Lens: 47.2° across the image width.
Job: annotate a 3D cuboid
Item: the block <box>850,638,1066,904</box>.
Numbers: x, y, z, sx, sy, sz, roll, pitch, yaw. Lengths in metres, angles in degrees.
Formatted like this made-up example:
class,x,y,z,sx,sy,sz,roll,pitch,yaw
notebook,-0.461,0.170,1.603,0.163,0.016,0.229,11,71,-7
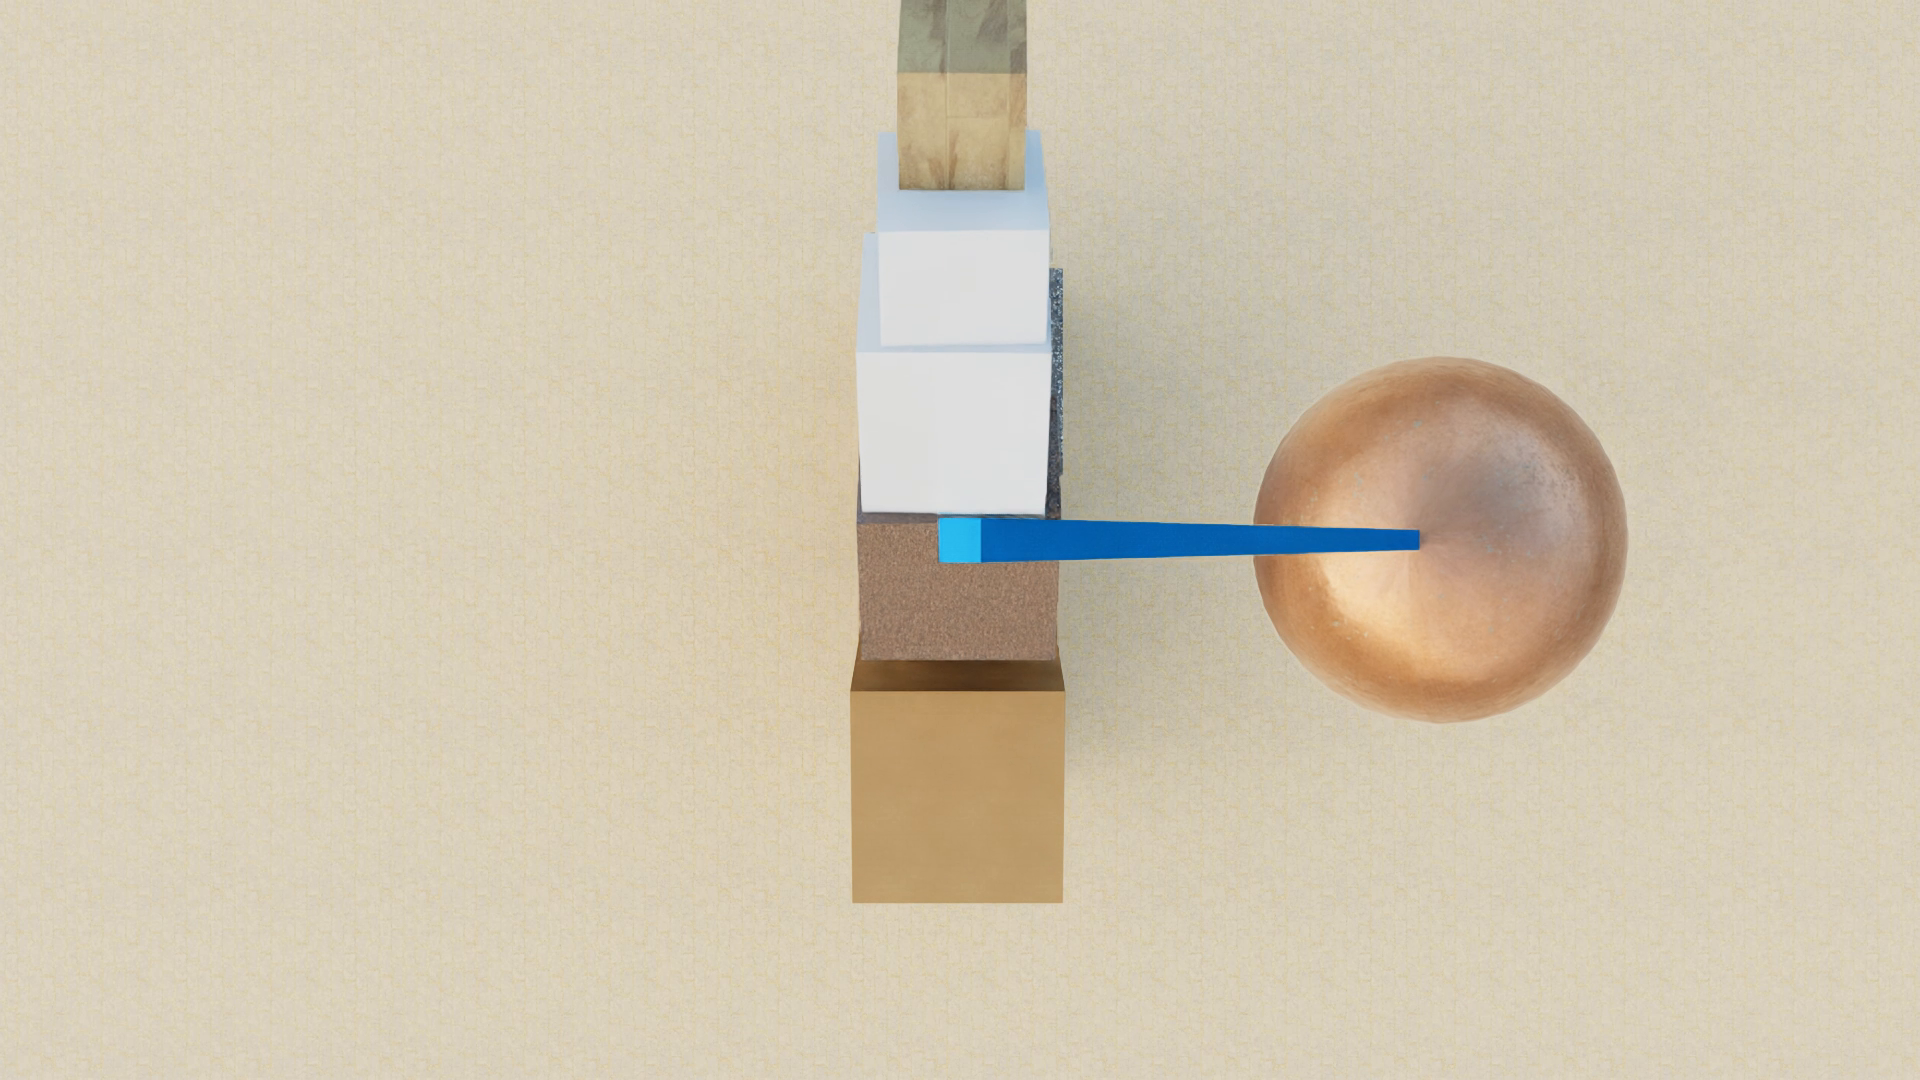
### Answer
class,x,y,z,sx,sy,sz,roll,pitch,yaw
block,-0.011,1.171,11.583,1.069,1.148,1.117,0,102,0

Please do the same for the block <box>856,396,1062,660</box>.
class,x,y,z,sx,sy,sz,roll,pitch,yaw
block,-0.006,-0.056,10.541,0.927,0.882,0.912,0,134,0

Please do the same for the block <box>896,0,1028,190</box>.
class,x,y,z,sx,sy,sz,roll,pitch,yaw
block,0.011,-1.857,9.131,0.520,0.590,0.559,1,134,0

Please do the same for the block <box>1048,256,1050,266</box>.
class,x,y,z,sx,sy,sz,roll,pitch,yaw
block,0.000,-1.008,11.412,0.884,1.019,0.935,0,90,0

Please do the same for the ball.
class,x,y,z,sx,sy,sz,roll,pitch,yaw
ball,2.074,0.000,9.561,1.600,1.600,1.600,0,90,0

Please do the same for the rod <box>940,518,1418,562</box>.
class,x,y,z,sx,sy,sz,roll,pitch,yaw
rod,0.899,0.000,6.370,0.080,5.200,0.080,0,90,20

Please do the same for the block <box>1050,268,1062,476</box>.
class,x,y,z,sx,sy,sz,roll,pitch,yaw
block,0.018,-0.914,12.461,1.080,1.078,1.115,0,90,0

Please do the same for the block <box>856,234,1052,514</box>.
class,x,y,z,sx,sy,sz,roll,pitch,yaw
block,-0.024,-0.749,9.926,0.829,0.838,0.938,0,134,0

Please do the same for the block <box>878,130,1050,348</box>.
class,x,y,z,sx,sy,sz,roll,pitch,yaw
block,0.005,-1.287,9.377,0.698,0.711,0.600,-1,134,-1
